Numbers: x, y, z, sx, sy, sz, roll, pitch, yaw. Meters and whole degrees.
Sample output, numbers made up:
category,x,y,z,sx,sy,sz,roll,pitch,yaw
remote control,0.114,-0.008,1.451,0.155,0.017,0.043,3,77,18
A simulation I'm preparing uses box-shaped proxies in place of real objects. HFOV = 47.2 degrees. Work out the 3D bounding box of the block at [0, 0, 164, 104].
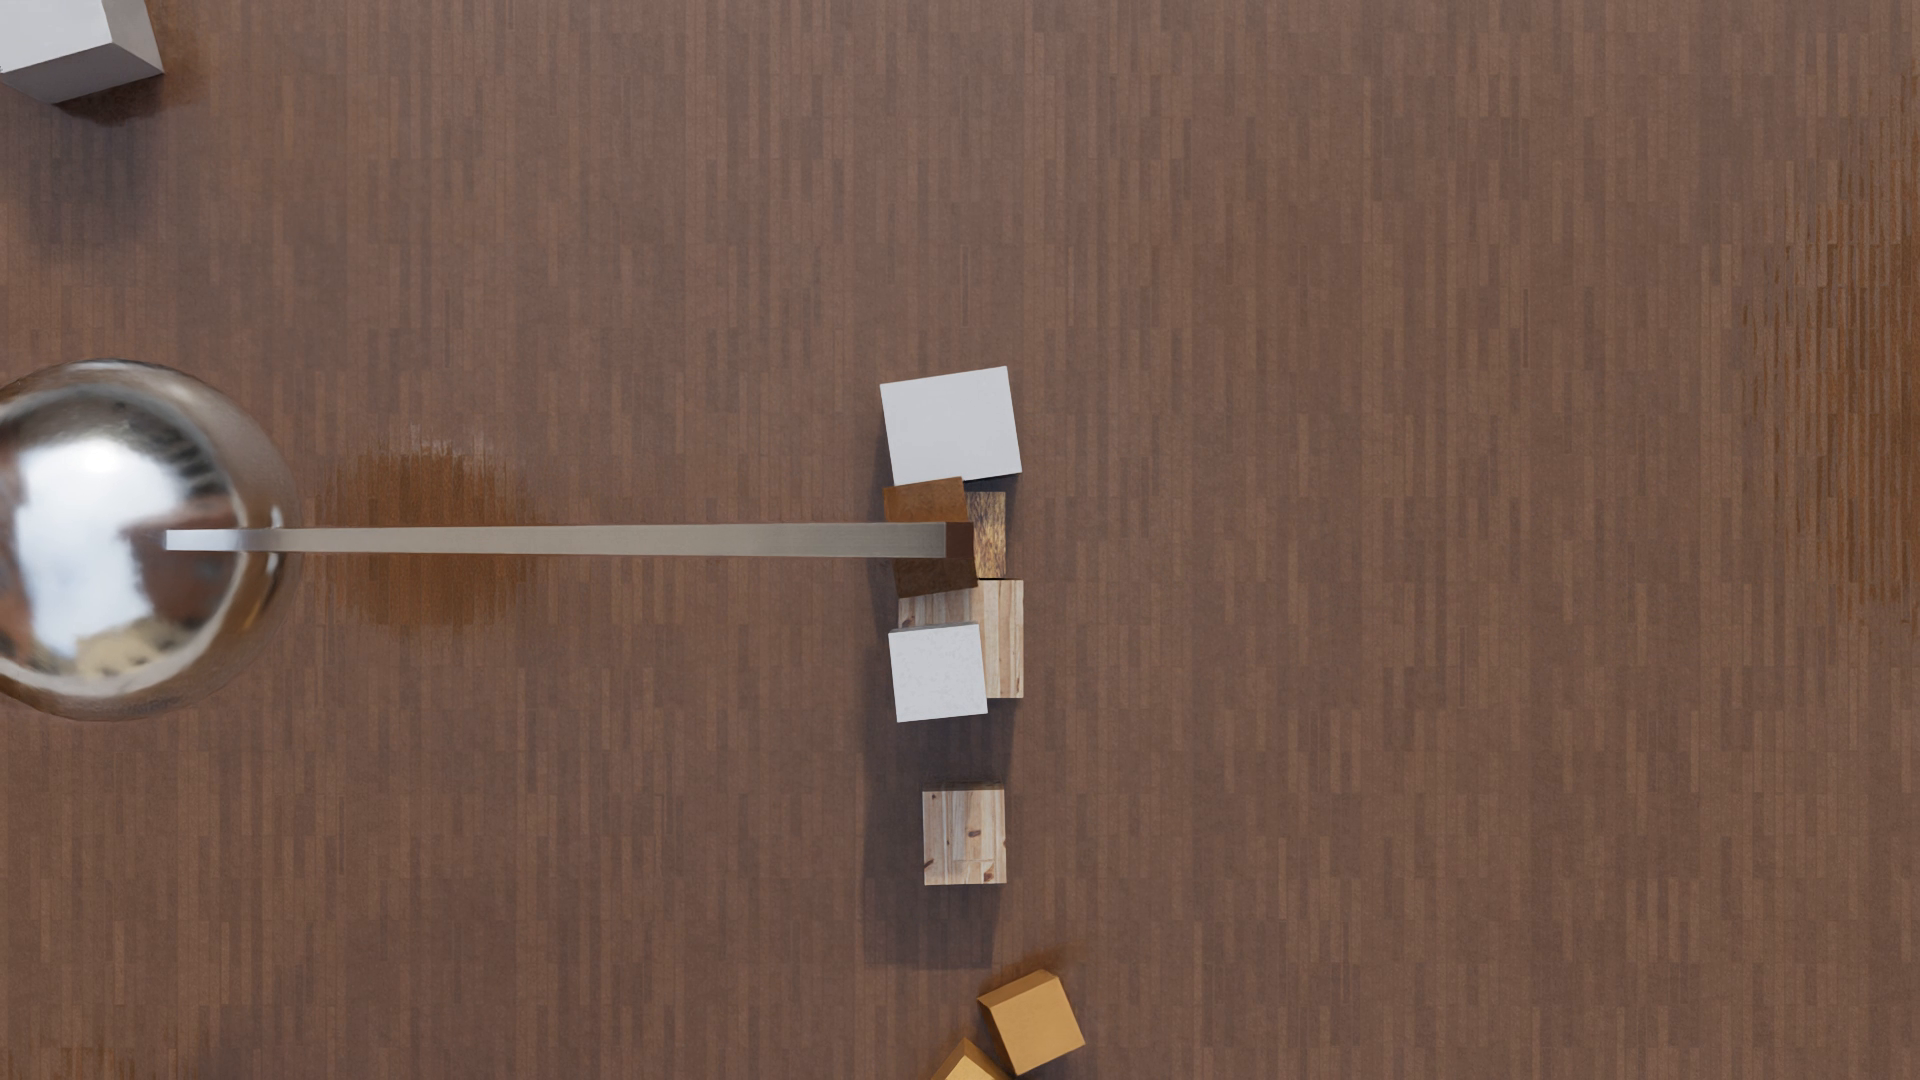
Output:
category,x,y,z,sx,sy,sz,roll,pitch,yaw
block,-5.141,-3.019,12.603,0.706,0.794,0.728,-16,90,0

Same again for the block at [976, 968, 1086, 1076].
category,x,y,z,sx,sy,sz,roll,pitch,yaw
block,0.408,2.790,12.755,0.433,0.414,0.416,-22,90,-11

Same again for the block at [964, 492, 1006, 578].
category,x,y,z,sx,sy,sz,roll,pitch,yaw
block,0.008,-0.029,12.750,0.499,0.501,0.490,0,90,0

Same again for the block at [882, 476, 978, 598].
category,x,y,z,sx,sy,sz,roll,pitch,yaw
block,-0.166,-0.016,12.184,0.448,0.468,0.430,-9,126,0

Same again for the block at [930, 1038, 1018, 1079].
category,x,y,z,sx,sy,sz,roll,pitch,yaw
block,0.090,3.323,12.769,0.581,0.463,0.525,38,90,0

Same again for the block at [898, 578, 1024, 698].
category,x,y,z,sx,sy,sz,roll,pitch,yaw
block,0.006,0.555,12.655,0.697,0.690,0.657,0,90,0

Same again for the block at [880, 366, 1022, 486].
category,x,y,z,sx,sy,sz,roll,pitch,yaw
block,-0.050,-0.623,12.633,0.714,0.733,0.599,-8,90,0

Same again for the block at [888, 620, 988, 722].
category,x,y,z,sx,sy,sz,roll,pitch,yaw
block,-0.117,0.710,12.014,0.484,0.592,0.476,-6,90,0

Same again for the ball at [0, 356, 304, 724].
category,x,y,z,sx,sy,sz,roll,pitch,yaw
ball,-3.703,0.000,9.635,1.600,1.600,1.600,0,90,0

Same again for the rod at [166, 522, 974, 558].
category,x,y,z,sx,sy,sz,roll,pitch,yaw
rod,-1.605,0.000,6.959,0.080,5.200,0.080,0,90,-38

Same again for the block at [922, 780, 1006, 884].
category,x,y,z,sx,sy,sz,roll,pitch,yaw
block,0.026,1.693,12.761,0.465,0.478,0.531,-1,90,0
